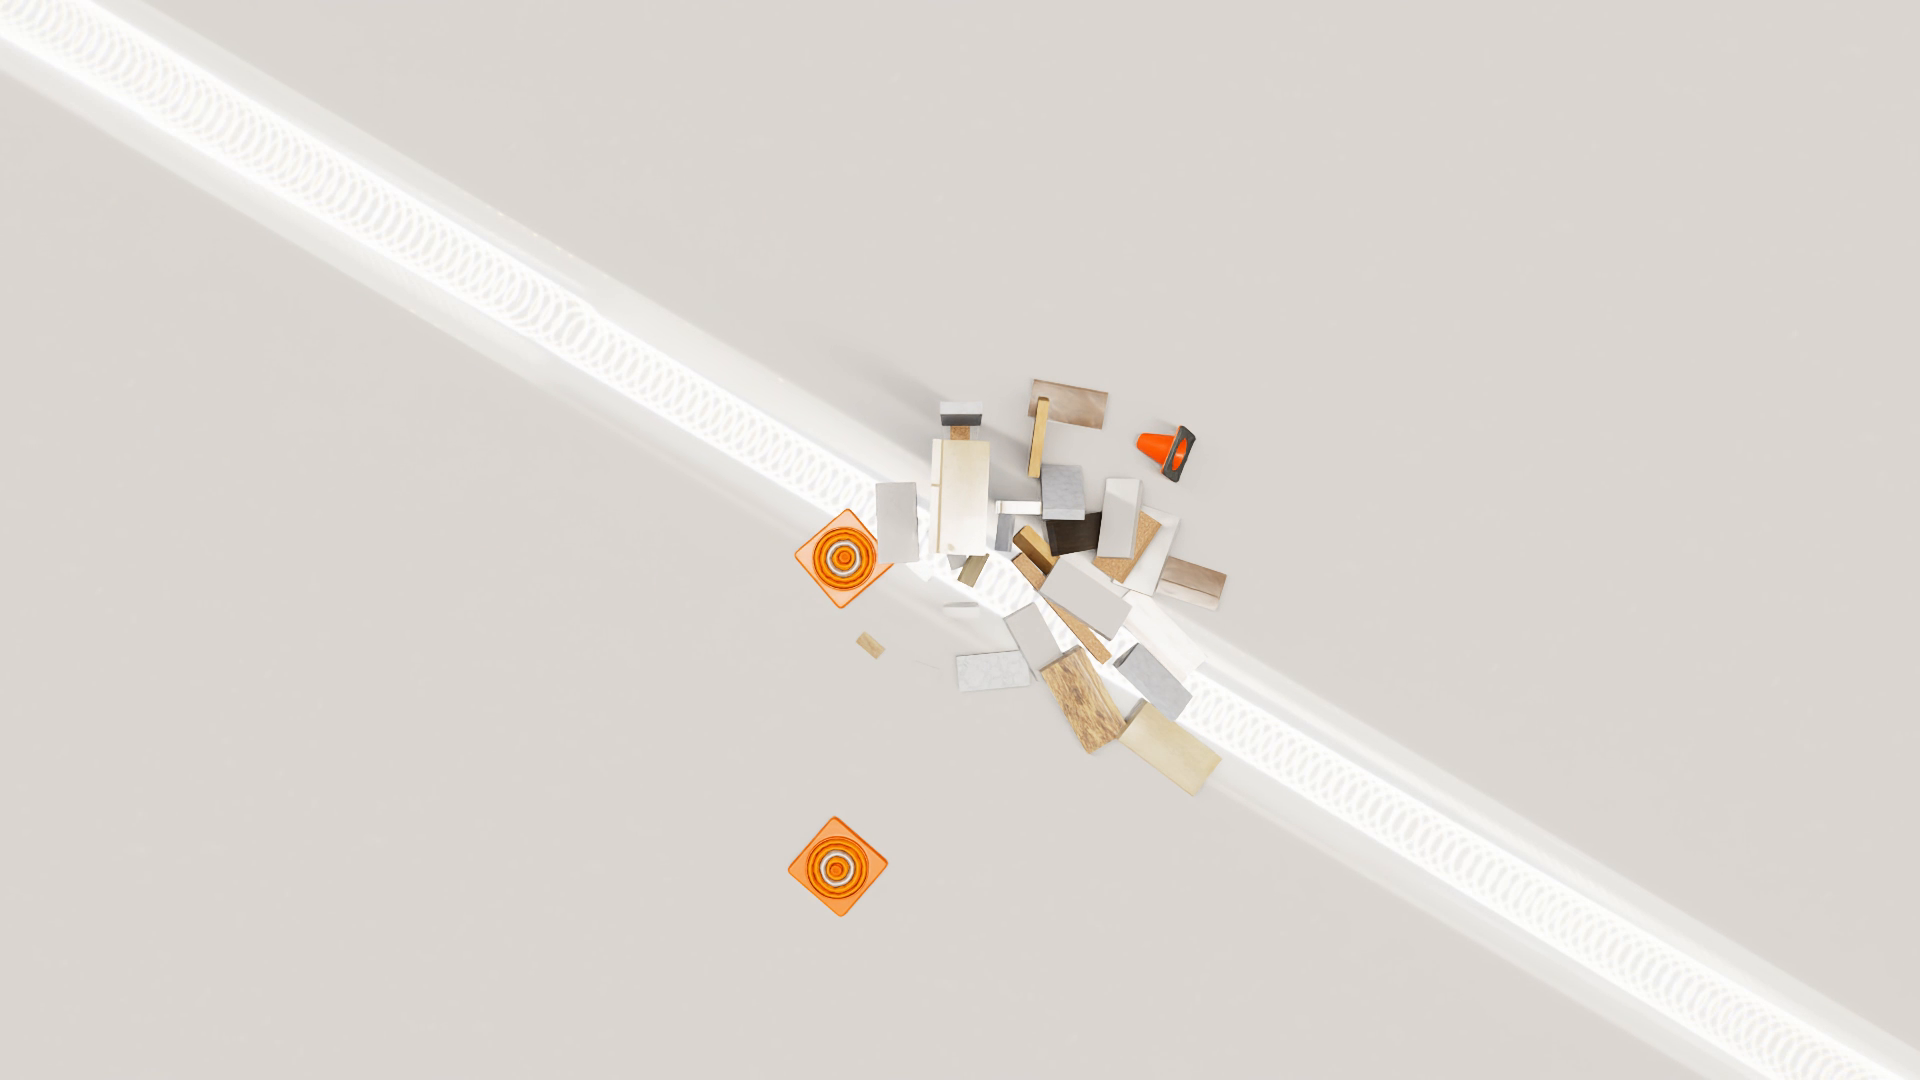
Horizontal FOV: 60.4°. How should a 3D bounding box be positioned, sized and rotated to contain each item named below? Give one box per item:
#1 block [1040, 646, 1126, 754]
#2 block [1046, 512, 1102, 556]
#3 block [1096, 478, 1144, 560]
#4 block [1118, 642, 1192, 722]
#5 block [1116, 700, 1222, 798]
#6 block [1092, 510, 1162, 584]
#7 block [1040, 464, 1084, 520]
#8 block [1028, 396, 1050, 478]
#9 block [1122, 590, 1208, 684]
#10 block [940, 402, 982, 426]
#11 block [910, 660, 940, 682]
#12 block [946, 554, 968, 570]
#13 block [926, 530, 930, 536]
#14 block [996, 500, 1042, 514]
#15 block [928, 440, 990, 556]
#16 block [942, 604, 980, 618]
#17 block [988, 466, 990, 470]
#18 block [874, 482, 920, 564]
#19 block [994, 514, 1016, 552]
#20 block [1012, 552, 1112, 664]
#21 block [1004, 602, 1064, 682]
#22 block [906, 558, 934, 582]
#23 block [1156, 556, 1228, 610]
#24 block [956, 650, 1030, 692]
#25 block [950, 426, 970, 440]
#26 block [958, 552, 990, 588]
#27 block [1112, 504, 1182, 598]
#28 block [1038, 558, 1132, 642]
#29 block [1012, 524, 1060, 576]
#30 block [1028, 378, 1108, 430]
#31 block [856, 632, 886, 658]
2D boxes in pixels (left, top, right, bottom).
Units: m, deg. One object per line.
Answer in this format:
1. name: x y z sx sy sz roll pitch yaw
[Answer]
1. block: 0.410 0.529 5.447 0.161 0.046 0.321 -30 99 -4
2. block: 0.384 -0.020 5.409 0.235 0.033 0.117 -10 90 -42
3. block: 0.528 -0.070 5.431 0.117 0.033 0.265 2 77 30
4. block: 0.645 0.470 5.443 0.253 0.036 0.126 45 46 0
5. block: 0.690 0.688 5.453 0.321 0.046 0.161 37 90 -9
6. block: 0.550 0.014 5.434 0.117 0.033 0.235 36 96 33
7. block: 0.333 -0.158 5.380 0.133 0.266 0.038 1 125 0
8. block: 0.258 -0.340 5.414 0.035 0.125 0.250 8 101 1
9. block: 0.659 0.311 5.482 0.126 0.036 0.337 -44 90 0
10. block: 0.004 -0.388 5.102 0.125 0.510 0.035 0 90 0
11. block: -0.114 0.439 5.493 0.092 0.013 0.046 19 90 0
12. block: -0.013 0.044 5.448 0.063 0.127 0.018 -16 46 0
13. block: -0.017 -0.035 5.323 0.176 0.353 0.050 -21 91 0
14. block: 0.261 -0.106 5.430 0.276 0.138 0.039 1 92 0
15. block: -0.003 -0.132 5.121 0.176 0.050 0.353 2 90 0
16. block: 0.004 0.232 5.383 0.117 0.234 0.033 0 90 0
17. block: 0.003 -0.243 5.323 0.176 0.353 0.050 0 89 0
18. block: -0.209 -0.057 5.467 0.133 0.038 0.266 -2 87 -6
19. block: 0.150 -0.026 5.470 0.018 0.063 0.127 7 90 -42
20. block: 0.333 0.223 5.420 0.046 0.161 0.444 -41 90 0
21. block: 0.250 0.337 5.458 0.117 0.033 0.234 -30 96 -14
22. block: -0.132 0.095 5.493 0.092 0.013 0.046 41 90 0
23. block: 0.746 0.136 5.482 0.253 0.036 0.126 18 90 0
24. block: 0.110 0.434 5.483 0.234 0.033 0.117 -5 90 0
25. block: 0.001 -0.365 5.366 0.063 0.018 0.125 0 90 0
26. block: 0.045 0.090 5.474 0.063 0.018 0.127 27 90 -36
27. block: 0.619 0.037 5.451 0.138 0.039 0.276 19 86 18
28. block: 0.404 0.192 5.335 0.287 0.038 0.133 34 74 -4
29. block: 0.292 0.072 5.428 0.276 0.138 0.039 45 75 0
30. block: 0.358 -0.450 5.482 0.250 0.035 0.125 10 90 0
31. block: -0.299 0.351 5.493 0.092 0.013 0.046 41 90 0
